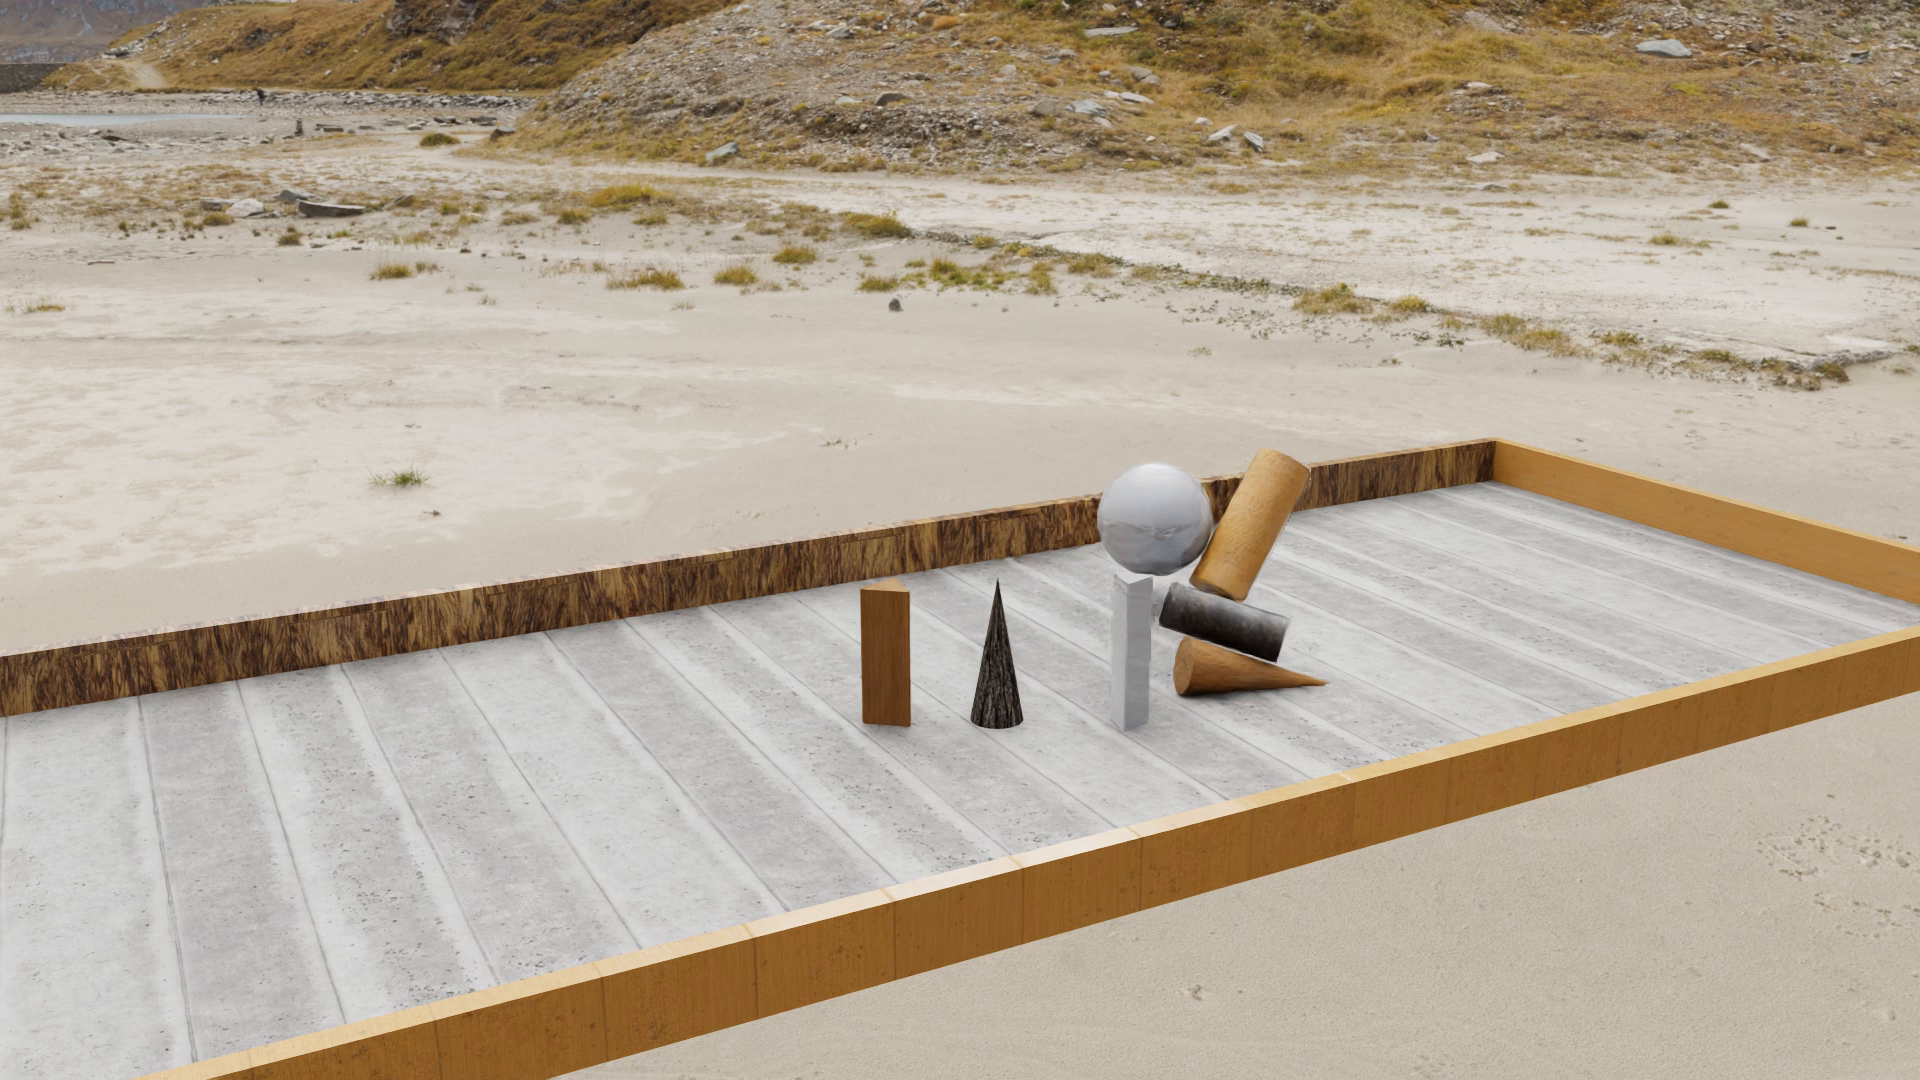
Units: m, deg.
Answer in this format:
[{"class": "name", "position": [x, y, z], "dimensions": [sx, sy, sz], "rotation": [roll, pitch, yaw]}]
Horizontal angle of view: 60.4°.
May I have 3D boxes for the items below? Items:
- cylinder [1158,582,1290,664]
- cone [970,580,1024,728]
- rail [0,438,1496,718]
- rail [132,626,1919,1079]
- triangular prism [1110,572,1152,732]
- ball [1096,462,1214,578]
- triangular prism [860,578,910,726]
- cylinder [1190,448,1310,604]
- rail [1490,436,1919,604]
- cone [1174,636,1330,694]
[{"class": "cylinder", "position": [0.661, 0.206, 4.122], "dimensions": [0.303, 0.118, 0.118], "rotation": [18, 20, 13]}, {"class": "cone", "position": [0.087, 0.255, 3.863], "dimensions": [0.126, 0.353, 0.126], "rotation": [0, 16, 0]}, {"class": "rail", "position": [-3.305, 0.497, 3.399], "dimensions": [12.000, 0.150, 0.050], "rotation": [-9, 18, -27]}, {"class": "rail", "position": [-2.336, 1.006, 1.665], "dimensions": [12.000, 0.150, 0.050], "rotation": [-9, 18, -27]}, {"class": "triangular prism", "position": [0.386, 0.256, 3.844], "dimensions": [0.076, 0.361, 0.088], "rotation": [15, 22, 42]}, {"class": "ball", "position": [0.555, -0.059, 4.701], "dimensions": [0.329, 0.329, 0.329], "rotation": [0, 16, 0]}, {"class": "triangular prism", "position": [-0.164, 0.261, 3.878], "dimensions": [0.115, 0.332, 0.100], "rotation": [3, 17, 10]}, {"class": "cylinder", "position": [0.824, -0.035, 4.696], "dimensions": [0.164, 0.430, 0.164], "rotation": [28, -9, 5]}, {"class": "rail", "position": [2.466, -0.048, 5.253], "dimensions": [0.050, 0.150, 2.100], "rotation": [-9, 18, -27]}, {"class": "cone", "position": [0.743, 0.335, 4.089], "dimensions": [0.398, 0.144, 0.144], "rotation": [8, 15, -10]}]
